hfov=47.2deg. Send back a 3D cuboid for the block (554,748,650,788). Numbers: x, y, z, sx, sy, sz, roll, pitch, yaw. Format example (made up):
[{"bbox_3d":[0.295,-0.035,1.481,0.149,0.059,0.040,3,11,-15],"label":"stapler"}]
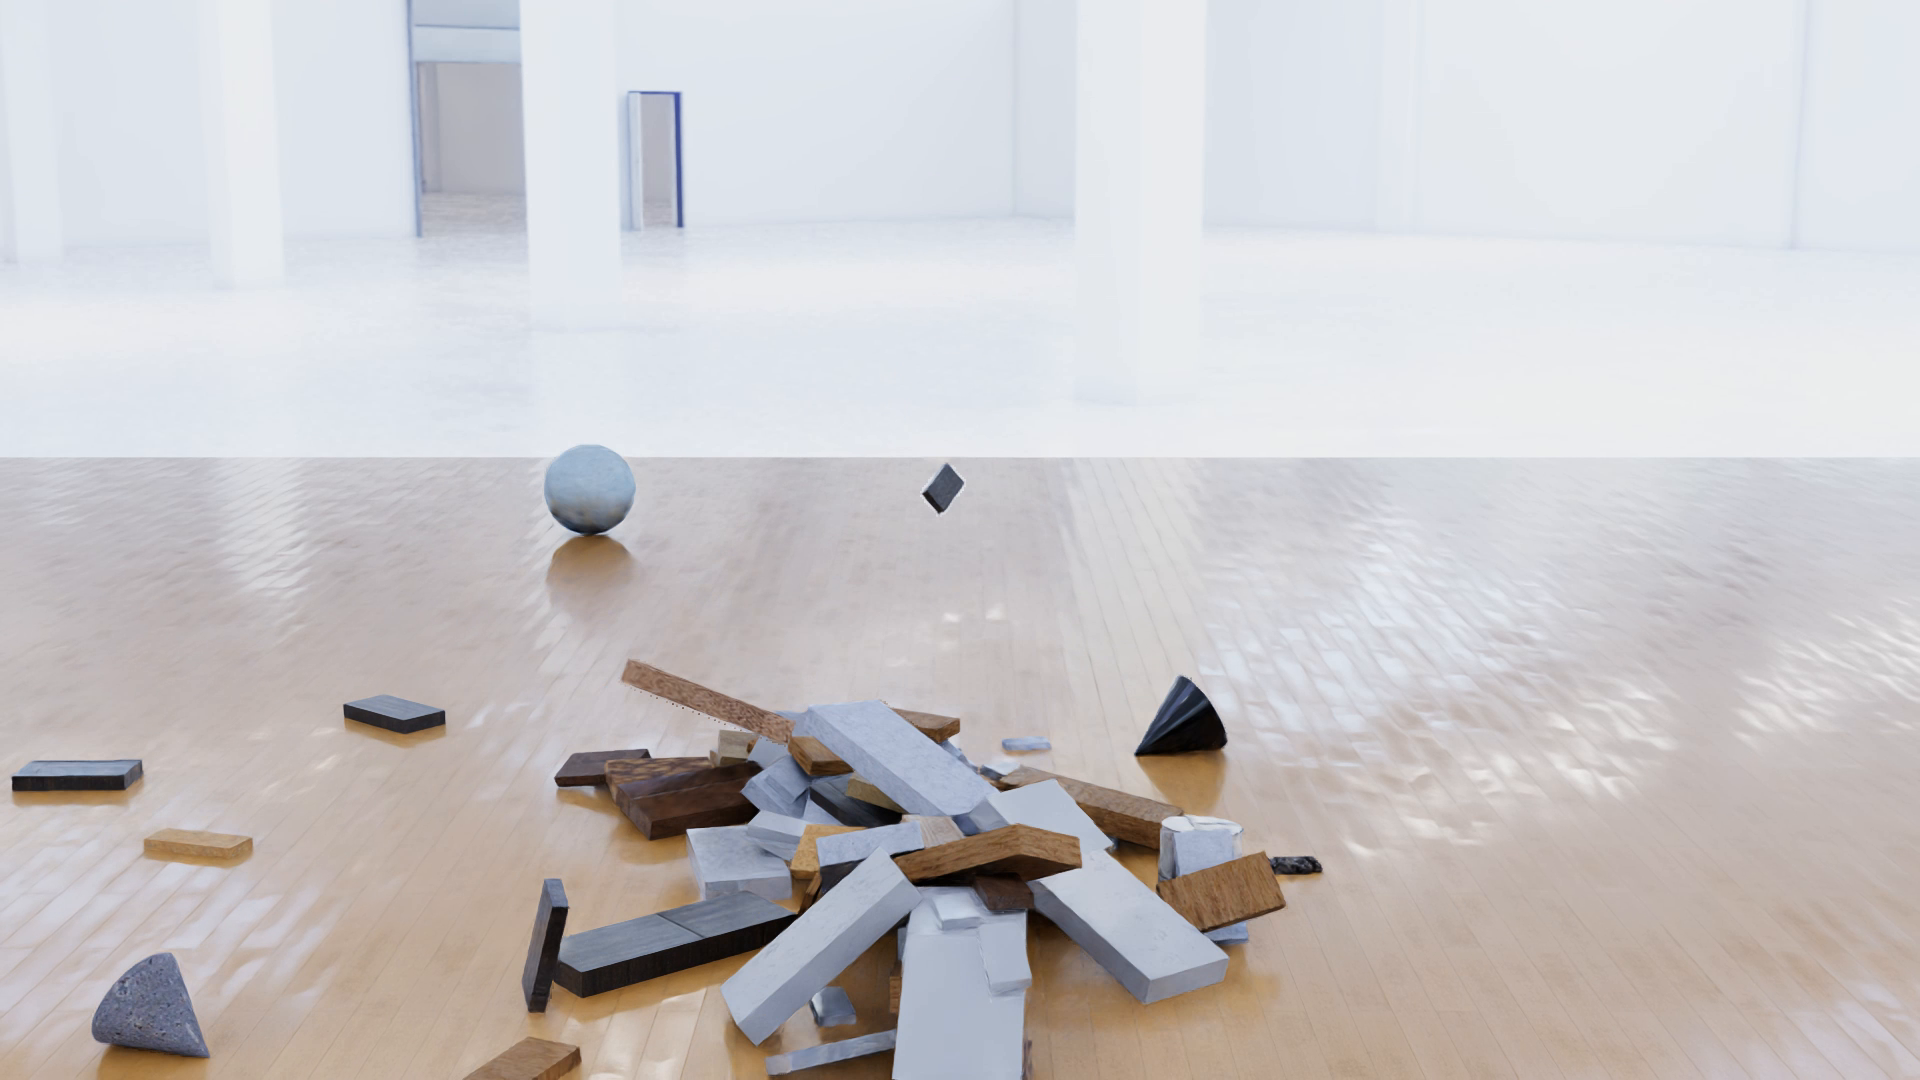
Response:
[{"bbox_3d":[-0.692,0.442,4.260,0.169,0.024,0.085,-6,26,22],"label":"block"}]

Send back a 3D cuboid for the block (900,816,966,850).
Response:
[{"bbox_3d":[-0.015,0.511,3.522,0.095,0.027,0.190,6,29,-36],"label":"block"}]

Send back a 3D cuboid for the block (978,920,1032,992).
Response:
[{"bbox_3d":[0.056,0.527,2.786,0.053,0.015,0.106,-7,33,-5],"label":"block"}]

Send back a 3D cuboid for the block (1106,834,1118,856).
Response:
[{"bbox_3d":[0.205,0.546,3.834,0.095,0.027,0.190,4,11,19],"label":"block"}]

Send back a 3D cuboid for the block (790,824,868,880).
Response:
[{"bbox_3d":[-0.182,0.521,3.643,0.183,0.026,0.091,1,49,24],"label":"block"}]

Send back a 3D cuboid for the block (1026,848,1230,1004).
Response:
[{"bbox_3d":[0.247,0.584,3.348,0.156,0.044,0.311,-8,29,-35],"label":"block"}]

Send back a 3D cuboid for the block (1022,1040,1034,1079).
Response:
[{"bbox_3d":[0.048,0.718,2.699,0.090,0.026,0.292,0,26,0],"label":"block"}]

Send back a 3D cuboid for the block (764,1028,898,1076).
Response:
[{"bbox_3d":[-0.168,0.690,2.968,0.171,0.024,0.085,-6,-14,-29],"label":"block"}]

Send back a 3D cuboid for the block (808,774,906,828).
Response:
[{"bbox_3d":[-0.105,0.500,3.734,0.091,0.026,0.487,-12,20,-29],"label":"block"}]

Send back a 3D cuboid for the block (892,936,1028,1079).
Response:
[{"bbox_3d":[-0.003,0.652,2.649,0.154,0.044,0.465,0,32,4],"label":"block"}]

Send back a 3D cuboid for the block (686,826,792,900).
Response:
[{"bbox_3d":[-0.381,0.552,3.760,0.143,0.040,0.285,-2,11,-13],"label":"block"}]

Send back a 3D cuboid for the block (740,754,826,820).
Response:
[{"bbox_3d":[-0.302,0.462,4.075,0.121,0.034,0.242,42,21,8],"label":"block"}]

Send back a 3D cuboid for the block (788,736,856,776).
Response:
[{"bbox_3d":[-0.210,0.403,4.109,0.202,0.029,0.101,4,21,-32],"label":"block"}]

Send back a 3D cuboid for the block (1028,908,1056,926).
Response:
[{"bbox_3d":[0.137,0.602,3.548,0.130,0.018,0.065,3,10,13],"label":"block"}]

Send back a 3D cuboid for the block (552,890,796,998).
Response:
[{"bbox_3d":[-0.451,0.620,3.396,0.386,0.040,0.143,-9,14,-39],"label":"block"}]

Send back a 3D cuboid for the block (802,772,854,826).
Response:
[{"bbox_3d":[-0.216,0.489,3.943,0.121,0.034,0.242,-9,20,7],"label":"block"}]

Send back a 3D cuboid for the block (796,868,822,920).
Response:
[{"bbox_3d":[-0.237,0.568,3.501,0.014,0.099,0.049,27,50,4],"label":"block"}]

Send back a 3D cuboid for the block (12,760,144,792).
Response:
[{"bbox_3d":[-1.721,0.459,4.291,0.214,0.030,0.107,0,11,-2],"label":"block"}]

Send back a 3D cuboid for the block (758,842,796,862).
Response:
[{"bbox_3d":[-0.275,0.533,3.745,0.133,0.019,0.067,20,9,39],"label":"block"}]

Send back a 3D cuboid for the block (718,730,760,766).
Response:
[{"bbox_3d":[-0.394,0.420,4.365,0.169,0.024,0.085,7,32,-14],"label":"block"}]

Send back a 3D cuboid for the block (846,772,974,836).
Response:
[{"bbox_3d":[-0.068,0.442,3.813,0.234,0.033,0.117,17,18,11],"label":"block"}]

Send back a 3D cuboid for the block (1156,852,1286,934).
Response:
[{"bbox_3d":[0.406,0.555,3.429,0.181,0.090,0.026,-15,-26,-11],"label":"block"}]

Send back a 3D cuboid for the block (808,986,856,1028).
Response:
[{"bbox_3d":[-0.186,0.674,3.177,0.053,0.015,0.106,-3,11,-13],"label":"block"}]

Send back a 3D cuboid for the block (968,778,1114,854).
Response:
[{"bbox_3d":[0.137,0.480,3.631,0.154,0.044,0.308,47,17,17],"label":"block"}]

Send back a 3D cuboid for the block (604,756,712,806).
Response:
[{"bbox_3d":[-0.562,0.456,4.158,0.203,0.029,0.101,1,34,-26],"label":"block"}]

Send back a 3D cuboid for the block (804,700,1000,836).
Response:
[{"bbox_3d":[-0.090,0.392,3.819,0.157,0.044,0.417,-2,24,-40],"label":"block"}]

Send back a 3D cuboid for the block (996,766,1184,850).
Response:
[{"bbox_3d":[0.233,0.479,3.957,0.313,0.044,0.157,13,8,15],"label":"block"}]

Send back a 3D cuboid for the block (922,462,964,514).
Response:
[{"bbox_3d":[-0.030,-0.093,3.951,0.014,0.049,0.099,-31,15,37],"label":"block"}]

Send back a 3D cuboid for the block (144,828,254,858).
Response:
[{"bbox_3d":[-1.351,0.537,3.900,0.178,0.019,0.067,3,11,17],"label":"block"}]

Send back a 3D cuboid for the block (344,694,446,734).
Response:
[{"bbox_3d":[-1.221,0.375,4.744,0.214,0.030,0.107,9,14,39],"label":"block"}]

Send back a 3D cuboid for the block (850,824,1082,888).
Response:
[{"bbox_3d":[0.008,0.487,3.254,0.311,0.044,0.156,-20,-26,32],"label":"block"}]

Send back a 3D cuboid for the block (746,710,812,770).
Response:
[{"bbox_3d":[-0.350,0.415,4.269,0.101,0.029,0.206,4,41,21],"label":"block"}]

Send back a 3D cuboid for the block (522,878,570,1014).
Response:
[{"bbox_3d":[-0.601,0.587,3.184,0.024,0.171,0.085,9,16,-21],"label":"block"}]
